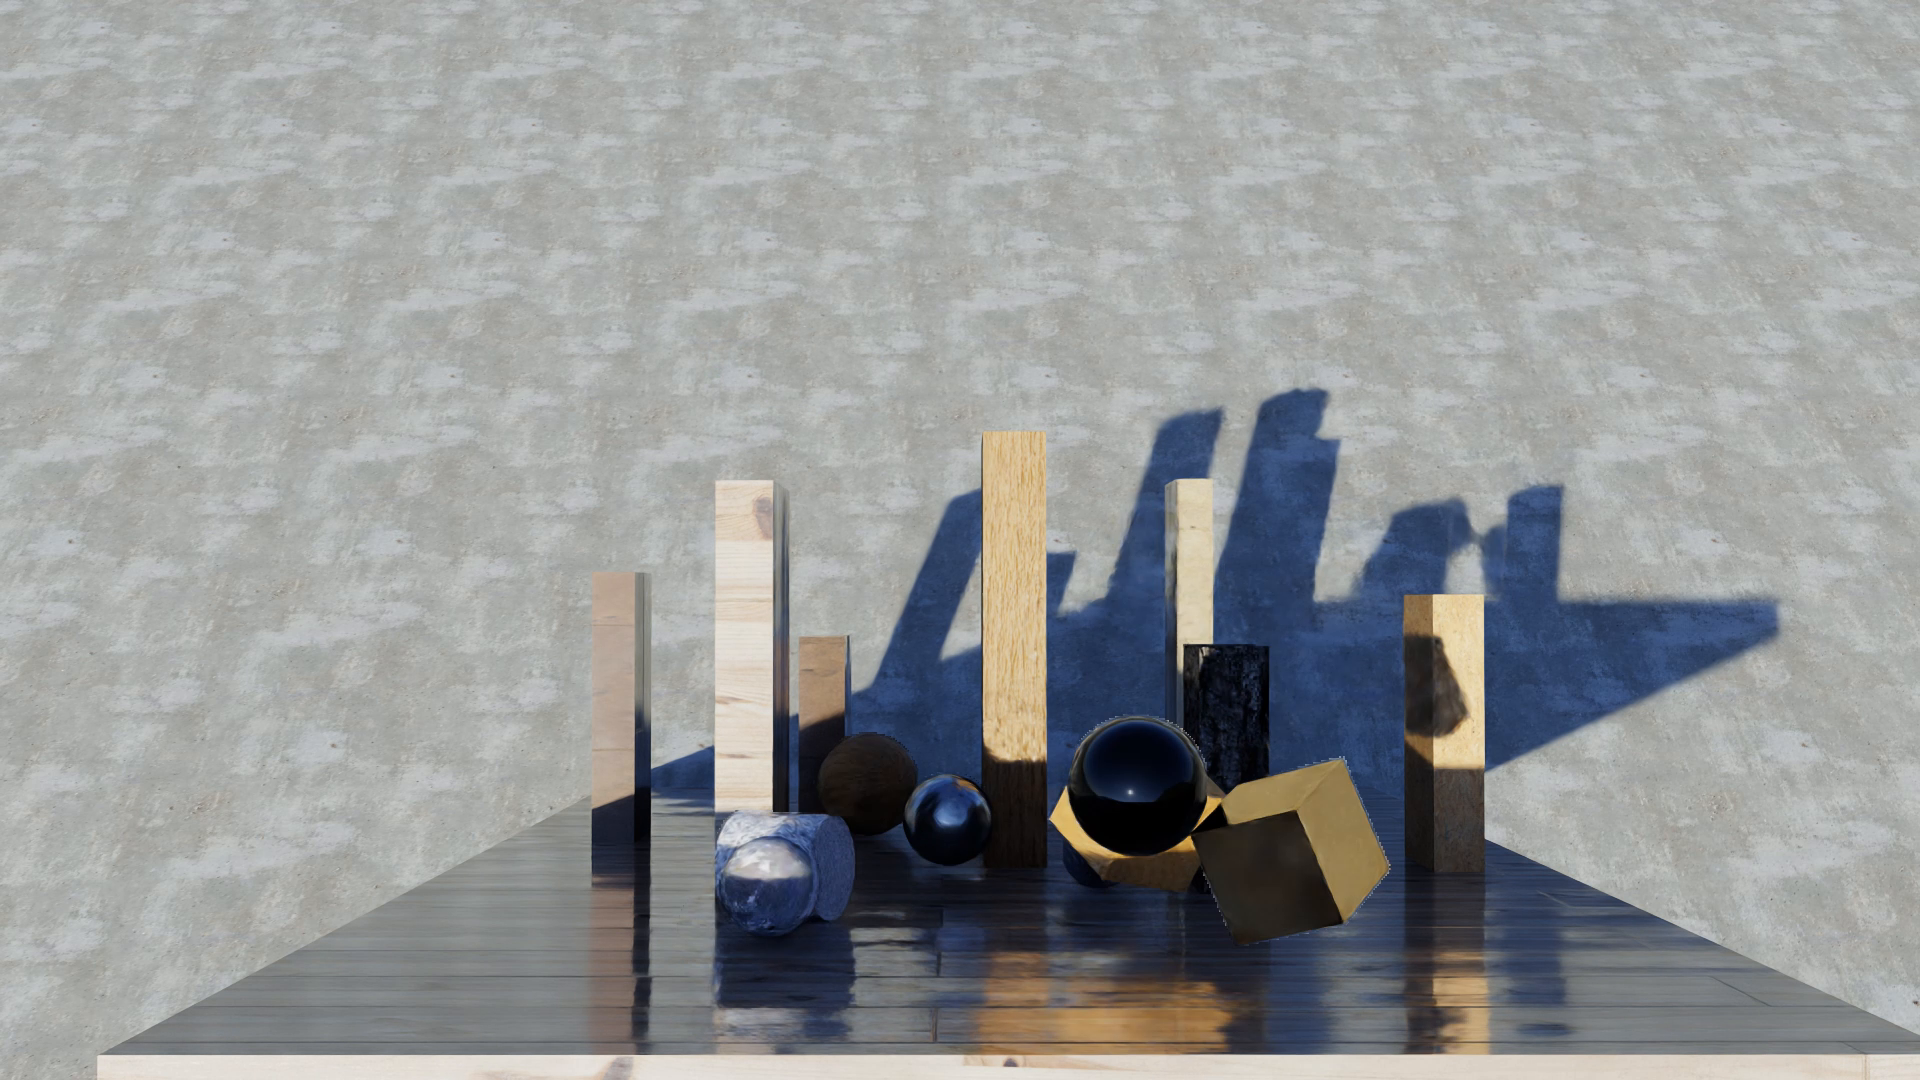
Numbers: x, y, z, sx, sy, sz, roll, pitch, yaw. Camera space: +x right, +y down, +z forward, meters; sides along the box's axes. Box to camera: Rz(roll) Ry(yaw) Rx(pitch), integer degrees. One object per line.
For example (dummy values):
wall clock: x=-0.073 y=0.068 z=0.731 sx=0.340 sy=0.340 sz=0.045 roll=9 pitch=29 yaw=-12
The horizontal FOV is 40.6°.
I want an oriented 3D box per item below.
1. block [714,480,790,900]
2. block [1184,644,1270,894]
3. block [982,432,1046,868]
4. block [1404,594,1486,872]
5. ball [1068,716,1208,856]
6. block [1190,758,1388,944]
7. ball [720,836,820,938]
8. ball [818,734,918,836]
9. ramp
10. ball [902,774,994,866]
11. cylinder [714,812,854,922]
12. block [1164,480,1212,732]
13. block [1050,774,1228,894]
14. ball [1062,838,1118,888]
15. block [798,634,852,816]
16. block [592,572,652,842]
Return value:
block: x=-0.352 y=0.249 z=4.437 sx=0.094 sy=0.683 sz=0.414 roll=0 pitch=-1 yaw=0
block: x=0.456 y=0.387 z=4.466 sx=0.115 sy=0.409 sz=0.306 roll=0 pitch=-1 yaw=0
block: x=0.100 y=0.204 z=4.927 sx=0.115 sy=0.797 sz=0.378 roll=0 pitch=-1 yaw=0
block: x=0.896 y=0.350 z=4.812 sx=0.091 sy=0.498 sz=0.306 roll=0 pitch=-1 yaw=0
ball: x=0.234 y=0.324 z=3.418 sx=0.185 sy=0.185 sz=0.185 roll=0 pitch=34 yaw=0
block: x=0.416 y=0.394 z=3.276 sx=0.156 sy=0.156 sz=0.156 roll=-18 pitch=9 yaw=35
ball: x=-0.275 y=0.502 z=3.759 sx=0.146 sy=0.146 sz=0.146 roll=0 pitch=34 yaw=0
ball: x=-0.191 y=0.508 z=5.386 sx=0.209 sy=0.209 sz=0.209 roll=0 pitch=34 yaw=0
ramp: x=0.075 y=0.649 z=4.781 sx=2.000 sy=0.100 sz=4.000 roll=0 pitch=-1 yaw=0
ball: x=-0.021 y=0.504 z=4.676 sx=0.164 sy=0.164 sz=0.164 roll=0 pitch=34 yaw=0
cylinder: x=-0.268 y=0.500 z=3.977 sx=0.160 sy=0.160 sz=0.160 roll=-1 pitch=31 yaw=23
block: x=0.543 y=0.247 z=6.165 sx=0.084 sy=0.768 sz=0.328 roll=0 pitch=-1 yaw=0
block: x=0.274 y=0.410 z=3.933 sx=0.165 sy=0.165 sz=0.165 roll=14 pitch=20 yaw=-35
ball: x=0.235 y=0.528 z=4.387 sx=0.123 sy=0.123 sz=0.123 roll=0 pitch=34 yaw=0
block: x=-0.299 y=0.418 z=5.789 sx=0.100 sy=0.409 sz=0.344 roll=0 pitch=-1 yaw=0
block: x=-0.698 y=0.340 z=5.366 sx=0.086 sy=0.544 sz=0.283 roll=0 pitch=-1 yaw=0
